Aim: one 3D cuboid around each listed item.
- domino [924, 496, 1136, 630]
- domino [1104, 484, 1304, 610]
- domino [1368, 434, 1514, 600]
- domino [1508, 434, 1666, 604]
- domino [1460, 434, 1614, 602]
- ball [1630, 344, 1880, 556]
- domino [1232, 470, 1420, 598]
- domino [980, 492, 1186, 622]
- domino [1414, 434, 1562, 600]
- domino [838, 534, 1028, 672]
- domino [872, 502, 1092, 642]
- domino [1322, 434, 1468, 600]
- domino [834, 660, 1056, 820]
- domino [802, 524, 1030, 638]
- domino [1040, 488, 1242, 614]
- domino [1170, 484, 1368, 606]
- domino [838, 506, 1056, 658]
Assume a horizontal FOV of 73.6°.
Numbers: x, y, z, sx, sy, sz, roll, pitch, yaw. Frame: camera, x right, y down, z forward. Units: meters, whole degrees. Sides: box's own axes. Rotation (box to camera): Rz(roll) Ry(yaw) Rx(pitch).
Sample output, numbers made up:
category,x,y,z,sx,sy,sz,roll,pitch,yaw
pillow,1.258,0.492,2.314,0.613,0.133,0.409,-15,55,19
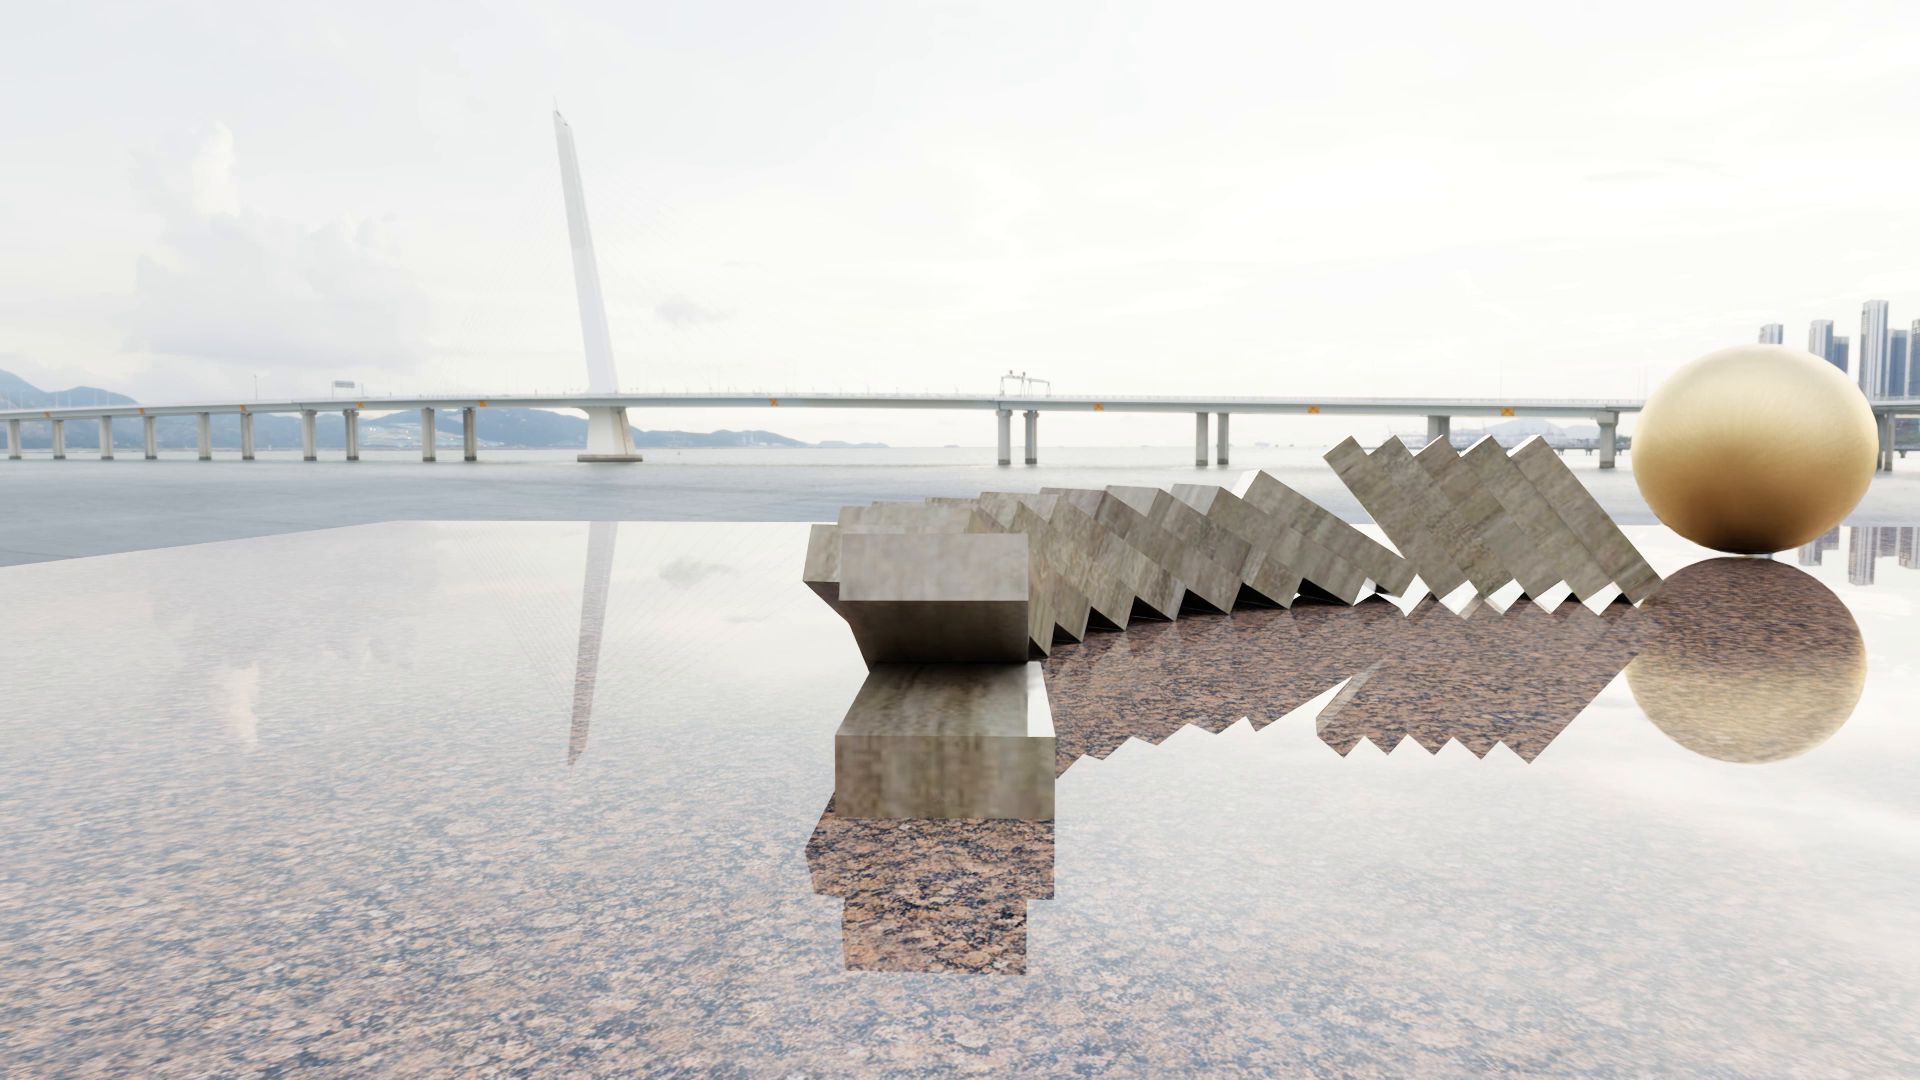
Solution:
category,x,y,z,sx,sy,sz,roll,pitch,yaw
domino,0.015,0.006,0.284,0.025,0.010,0.050,4,-21,40
domino,0.061,0.002,0.332,0.050,0.009,0.025,29,-8,-24
domino,0.136,-0.007,0.363,0.009,0.050,0.025,-39,-9,18
domino,0.171,-0.006,0.353,0.009,0.050,0.025,-39,-9,18
domino,0.160,-0.007,0.358,0.010,0.050,0.025,-39,-9,18
ball,0.299,-0.034,0.486,0.080,0.080,0.080,0,4,0
domino,0.100,-0.002,0.355,0.050,0.009,0.025,32,2,2
domino,0.028,0.004,0.302,0.050,0.009,0.025,32,-18,-38
domino,0.148,-0.007,0.362,0.009,0.050,0.025,-39,-9,18
domino,-0.002,0.013,0.194,0.025,0.009,0.050,0,-22,3
domino,0.004,0.007,0.264,0.025,0.009,0.050,3,-22,35
domino,0.122,-0.007,0.361,0.010,0.050,0.025,-39,-6,14
domino,-0.001,0.025,0.171,0.025,0.010,0.050,0,4,2
domino,-0.006,0.011,0.219,0.025,0.009,0.050,1,-21,16
domino,0.044,0.003,0.319,0.050,0.009,0.025,30,-12,-30
domino,0.081,0.001,0.342,0.050,0.009,0.025,28,-5,-18
domino,-0.002,0.009,0.242,0.025,0.009,0.050,2,-23,23
